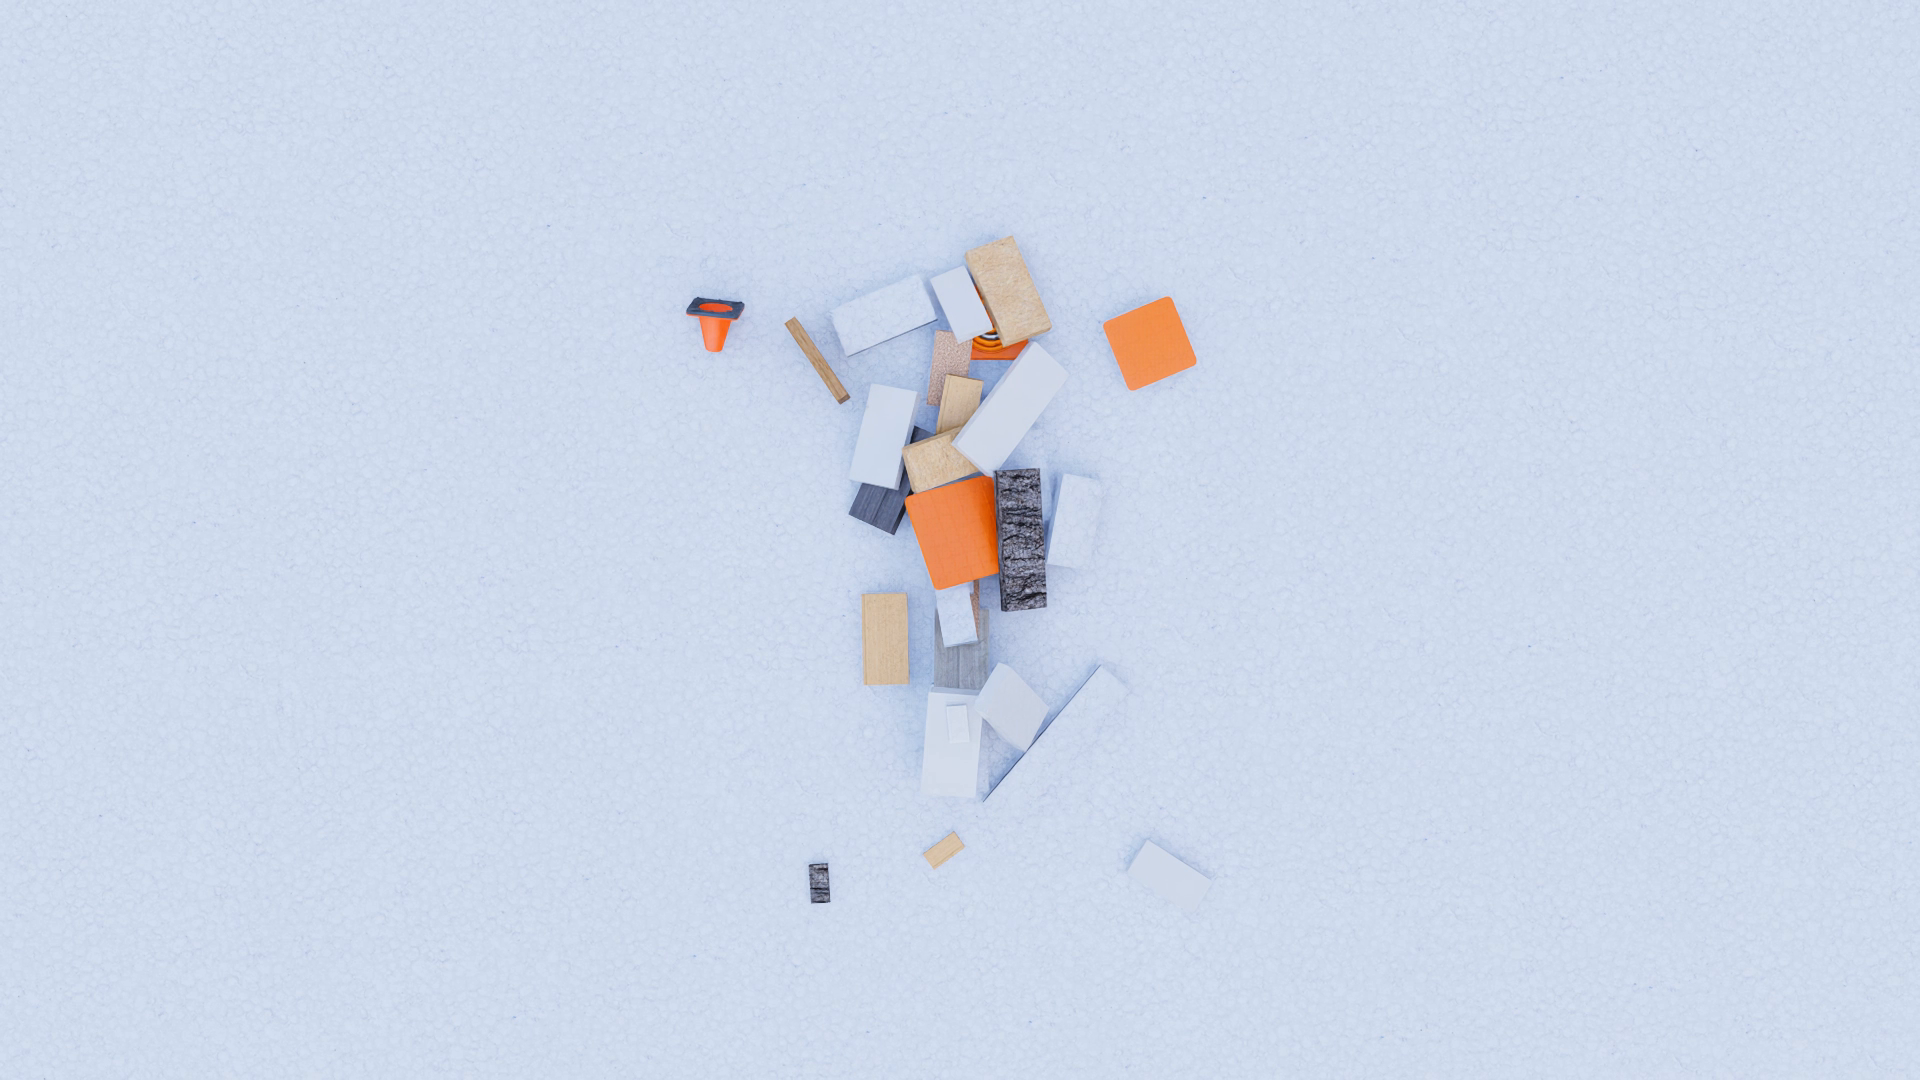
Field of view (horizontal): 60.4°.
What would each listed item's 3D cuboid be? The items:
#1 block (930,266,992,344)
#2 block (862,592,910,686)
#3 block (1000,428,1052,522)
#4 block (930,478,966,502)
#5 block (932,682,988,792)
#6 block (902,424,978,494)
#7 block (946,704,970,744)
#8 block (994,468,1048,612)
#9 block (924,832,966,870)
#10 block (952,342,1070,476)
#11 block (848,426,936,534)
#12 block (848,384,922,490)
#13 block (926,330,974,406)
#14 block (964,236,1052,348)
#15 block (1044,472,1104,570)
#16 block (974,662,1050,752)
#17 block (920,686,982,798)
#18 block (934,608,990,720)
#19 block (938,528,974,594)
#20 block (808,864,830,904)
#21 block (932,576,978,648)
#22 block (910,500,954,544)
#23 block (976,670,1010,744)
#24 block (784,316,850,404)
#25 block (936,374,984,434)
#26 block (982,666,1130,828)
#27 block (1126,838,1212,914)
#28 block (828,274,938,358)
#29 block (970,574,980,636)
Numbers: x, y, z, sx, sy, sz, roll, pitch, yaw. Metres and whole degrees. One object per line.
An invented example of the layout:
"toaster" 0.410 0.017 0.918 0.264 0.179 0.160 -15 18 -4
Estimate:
"block" 0.004 -0.776 5.431 0.124 0.035 0.247 -23 67 -2
"block" -0.248 0.328 5.479 0.151 0.043 0.302 -1 90 0
"block" 0.216 -0.206 5.478 0.152 0.043 0.304 -8 90 0
"block" -0.059 -0.188 5.490 0.142 0.020 0.071 25 90 0
"block" 0.000 0.652 5.475 0.179 0.051 0.358 -2 90 0
"block" -0.030 -0.277 5.409 0.304 0.043 0.152 -21 111 -17
"block" -0.006 0.591 5.316 0.064 0.018 0.128 -4 106 2
"block" 0.199 -0.001 5.408 0.151 0.043 0.460 -5 94 -26
"block" -0.053 1.034 5.491 0.128 0.018 0.064 -36 90 0
"block" 0.167 -0.430 5.409 0.168 0.048 0.435 41 79 -21
"block" -0.220 -0.213 5.453 0.163 0.046 0.358 24 90 18
"block" -0.247 -0.340 5.430 0.163 0.046 0.326 12 86 18
"block" -0.033 -0.564 5.458 0.124 0.035 0.248 8 101 0
"block" 0.159 -0.820 5.436 0.168 0.048 0.337 -21 82 -13
"block" 0.376 -0.060 5.456 0.151 0.043 0.301 10 90 -19
"block" 0.169 0.544 5.334 0.048 0.337 0.168 19 72 35
"block" -0.025 0.660 5.373 0.179 0.051 0.358 5 107 -1
"block" 0.005 0.408 5.437 0.179 0.051 0.358 0 78 0
"block" -0.013 0.072 5.453 0.110 0.031 0.220 -1 73 0
"block" -0.468 1.143 5.491 0.064 0.018 0.128 -4 90 0
"block" -0.016 0.233 5.373 0.110 0.031 0.220 -9 74 -3
"block" -0.095 -0.064 5.490 0.142 0.020 0.071 -43 90 0
"block" 0.138 0.542 5.370 0.036 0.257 0.129 16 63 33
"block" -0.467 -0.588 5.424 0.043 0.152 0.304 -34 90 0
"block" -0.006 -0.417 5.452 0.124 0.035 0.247 11 104 -1
"block" 0.321 0.685 5.482 0.129 0.036 0.602 41 90 0
"block" 0.695 1.117 5.482 0.257 0.036 0.129 33 90 0
"block" -0.256 -0.745 5.477 0.326 0.046 0.163 -23 90 0
"block" 0.008 0.215 5.438 0.110 0.031 0.220 0 65 0
